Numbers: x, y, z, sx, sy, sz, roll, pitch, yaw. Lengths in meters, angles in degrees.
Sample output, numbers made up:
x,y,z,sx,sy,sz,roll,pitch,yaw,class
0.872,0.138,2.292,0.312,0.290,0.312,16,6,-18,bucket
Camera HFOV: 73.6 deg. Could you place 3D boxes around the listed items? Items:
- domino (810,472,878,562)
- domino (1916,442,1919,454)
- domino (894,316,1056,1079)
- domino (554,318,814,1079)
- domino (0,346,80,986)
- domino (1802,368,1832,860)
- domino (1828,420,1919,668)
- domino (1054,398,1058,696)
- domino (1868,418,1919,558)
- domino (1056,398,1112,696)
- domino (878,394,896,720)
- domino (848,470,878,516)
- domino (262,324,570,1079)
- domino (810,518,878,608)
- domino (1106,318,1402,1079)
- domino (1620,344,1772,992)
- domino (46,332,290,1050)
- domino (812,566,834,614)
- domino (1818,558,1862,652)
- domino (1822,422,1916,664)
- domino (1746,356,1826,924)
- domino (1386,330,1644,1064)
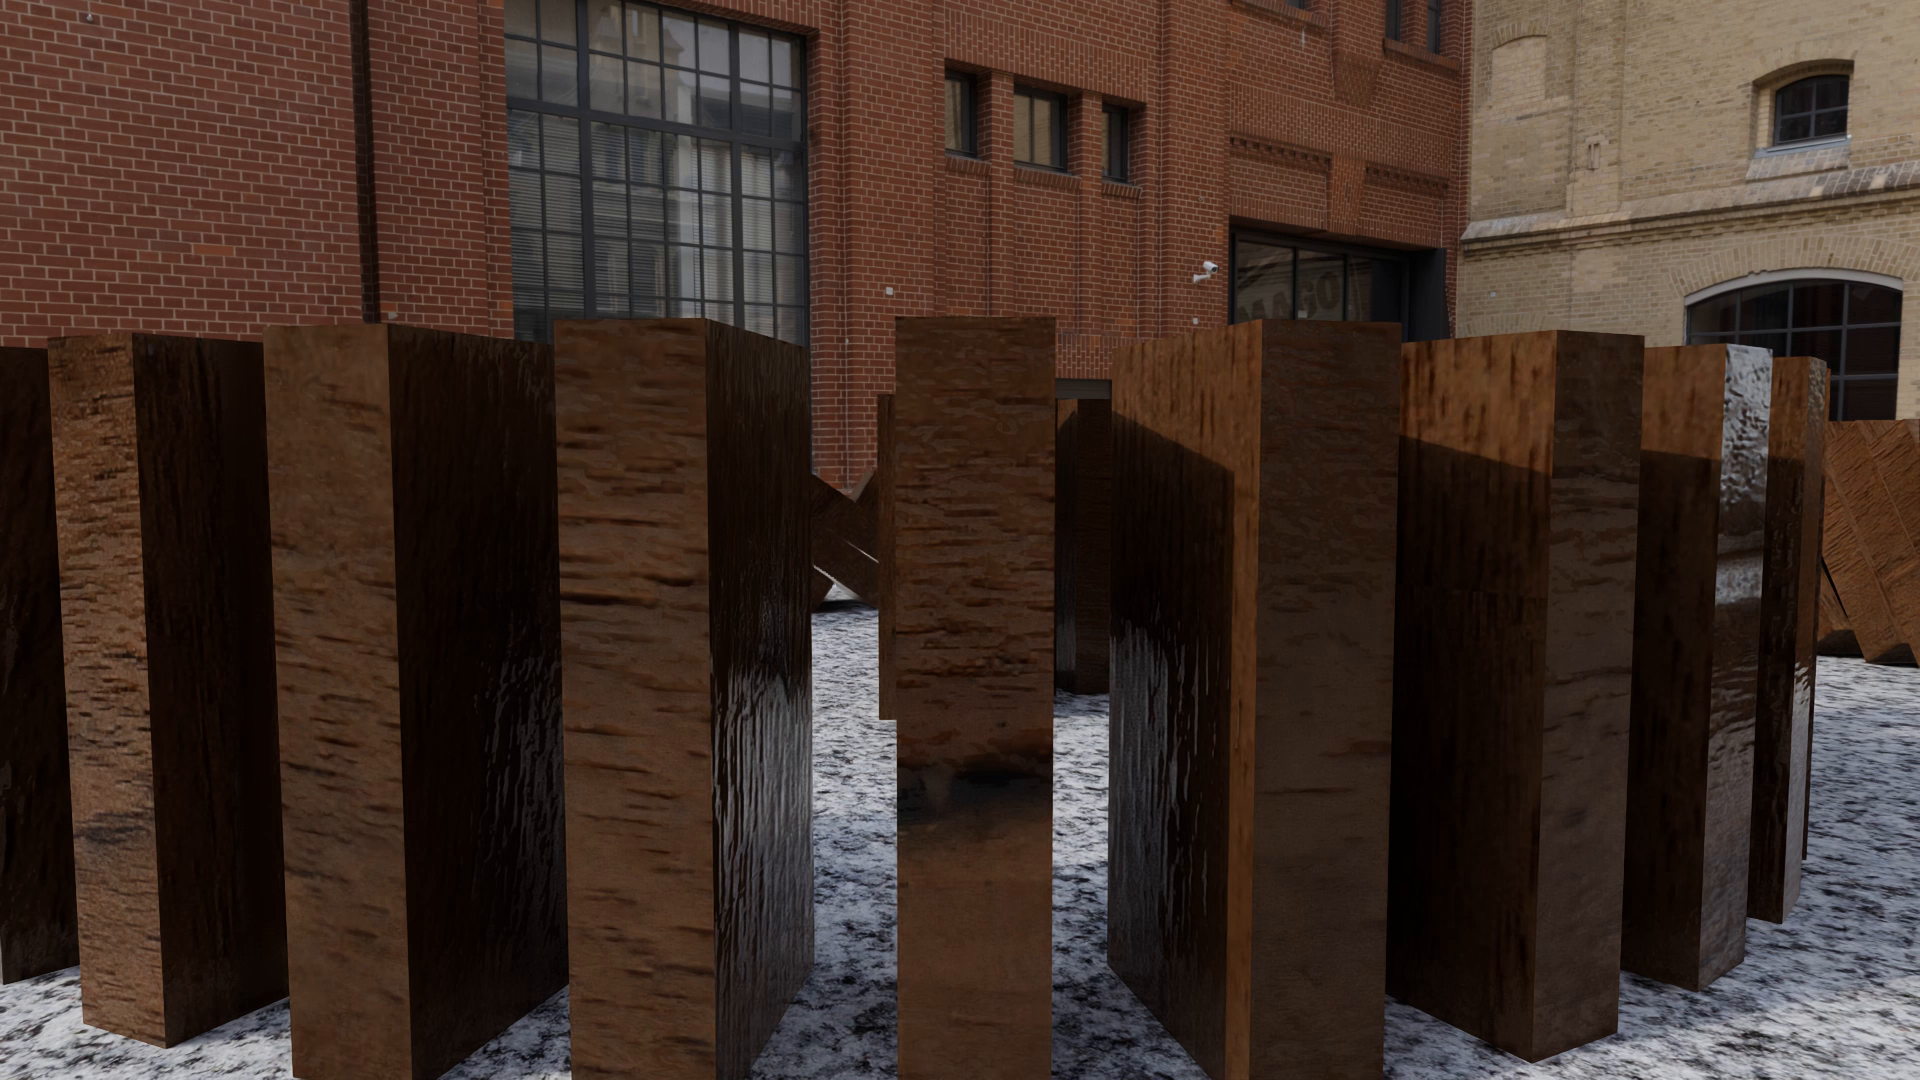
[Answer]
x,y,z,sx,sy,sz,roll,pitch,yaw,class
-0.024,-0.001,0.341,0.050,0.009,0.025,34,-4,-14,domino
0.192,0.002,0.224,0.025,0.050,0.009,0,-28,-4,domino
0.001,0.011,0.090,0.009,0.050,0.025,0,4,-1,domino
-0.018,0.011,0.091,0.009,0.050,0.025,1,4,8,domino
-0.071,0.009,0.112,0.009,0.050,0.025,4,6,39,domino
0.078,0.007,0.139,0.025,0.050,0.009,2,5,26,domino
0.190,0.000,0.247,0.025,0.050,0.009,0,-28,-5,domino
0.004,0.001,0.219,0.025,0.050,0.009,3,5,38,domino
0.191,0.001,0.236,0.025,0.050,0.009,0,-28,-5,domino
0.020,0.000,0.229,0.010,0.050,0.025,-2,5,-20,domino
0.000,0.002,0.201,0.025,0.050,0.009,0,4,0,domino
-0.006,-0.001,0.347,0.050,0.009,0.025,33,-1,-10,domino
-0.037,0.010,0.095,0.009,0.050,0.025,1,4,16,domino
-0.041,-0.001,0.333,0.050,0.009,0.025,36,-8,-19,domino
0.020,0.011,0.092,0.010,0.050,0.025,-1,4,-14,domino
0.053,0.009,0.110,0.009,0.050,0.025,-4,6,-40,domino
-0.055,0.010,0.102,0.009,0.050,0.025,2,5,25,domino
-0.058,0.000,0.325,0.050,0.009,0.025,37,-11,-21,domino
0.183,-0.001,0.271,0.025,0.050,0.010,0,-33,-4,domino
0.188,0.000,0.258,0.025,0.050,0.009,0,-29,-5,domino
0.067,0.008,0.124,0.025,0.050,0.009,4,6,41,domino
0.037,0.010,0.099,0.010,0.050,0.025,-2,5,-29,domino
